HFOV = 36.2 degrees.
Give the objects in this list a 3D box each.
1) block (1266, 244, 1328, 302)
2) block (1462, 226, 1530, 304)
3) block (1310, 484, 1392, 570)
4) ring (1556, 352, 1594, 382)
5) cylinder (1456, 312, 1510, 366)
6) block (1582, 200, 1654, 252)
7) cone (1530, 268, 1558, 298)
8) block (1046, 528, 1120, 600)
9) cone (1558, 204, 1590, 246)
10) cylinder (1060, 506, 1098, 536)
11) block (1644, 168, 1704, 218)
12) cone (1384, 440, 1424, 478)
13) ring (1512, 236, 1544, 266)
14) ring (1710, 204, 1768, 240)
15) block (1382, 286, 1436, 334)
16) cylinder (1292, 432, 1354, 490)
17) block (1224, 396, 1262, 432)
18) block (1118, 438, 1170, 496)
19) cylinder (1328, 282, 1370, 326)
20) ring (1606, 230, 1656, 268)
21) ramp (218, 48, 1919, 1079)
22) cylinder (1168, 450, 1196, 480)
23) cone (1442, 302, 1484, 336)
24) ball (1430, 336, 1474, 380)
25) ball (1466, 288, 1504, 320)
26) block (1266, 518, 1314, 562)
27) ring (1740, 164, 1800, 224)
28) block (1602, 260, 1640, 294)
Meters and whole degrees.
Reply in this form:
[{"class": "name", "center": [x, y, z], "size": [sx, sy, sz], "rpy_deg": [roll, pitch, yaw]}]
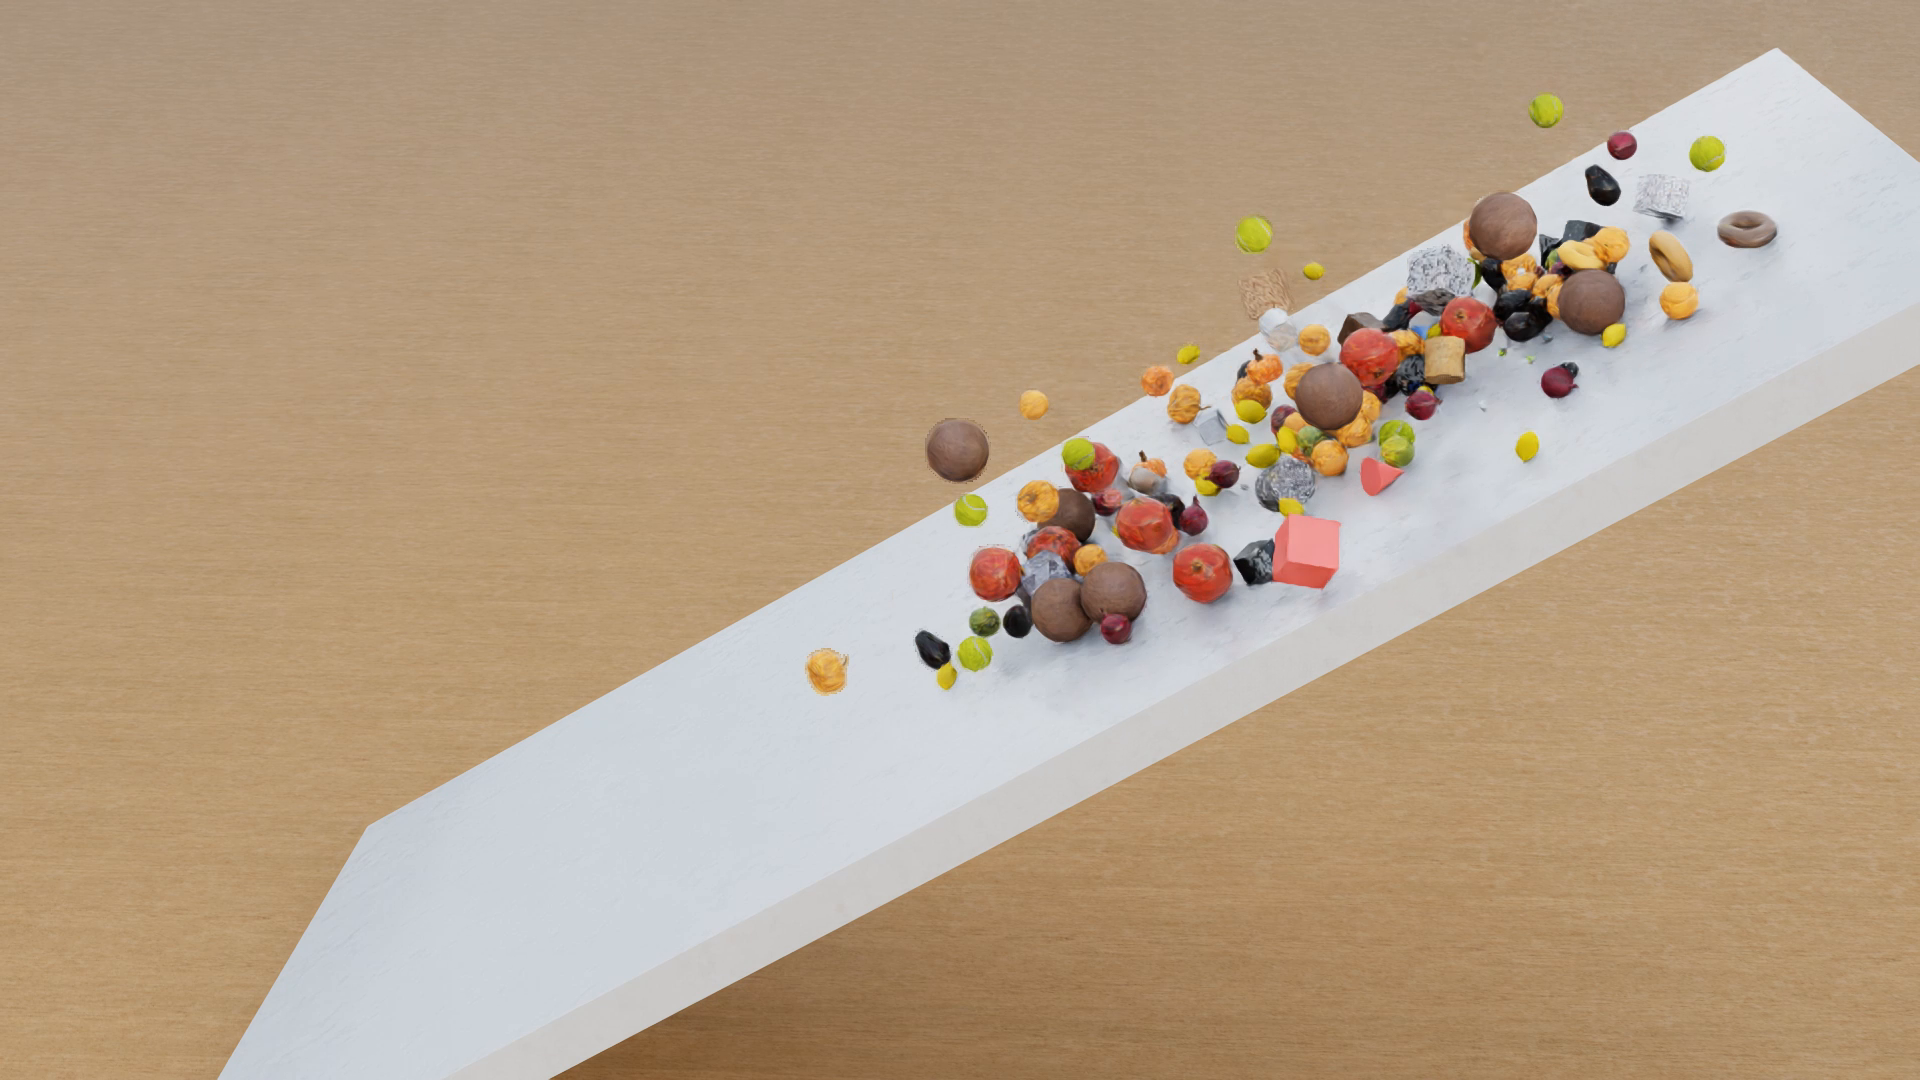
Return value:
[{"class": "block", "center": [0.788, -0.625, 6.878], "size": [0.099, 0.099, 0.099], "rpy_deg": [-2, 37, -16]}, {"class": "block", "center": [1.104, -0.566, 6.054], "size": [0.096, 0.096, 0.096], "rpy_deg": [-35, 19, 29]}, {"class": "block", "center": [0.703, -0.023, 5.279], "size": [0.094, 0.094, 0.094], "rpy_deg": [30, 55, -18]}, {"class": "ring", "center": [1.164, -0.326, 5.560], "size": [0.079, 0.026, 0.079], "rpy_deg": [-33, 12, 8]}, {"class": "cylinder", "center": [1.041, -0.399, 5.847], "size": [0.079, 0.079, 0.079], "rpy_deg": [-33, -8, -5]}, {"class": "block", "center": [1.338, -0.624, 5.985], "size": [0.090, 0.090, 0.090], "rpy_deg": [28, 11, -10]}, {"class": "cone", "center": [1.214, -0.522, 6.100], "size": [0.057, 0.057, 0.057], "rpy_deg": [2, 52, 5]}, {"class": "block", "center": [0.254, 0.048, 6.054], "size": [0.098, 0.098, 0.098], "rpy_deg": [-34, 15, -6]}, {"class": "cone", "center": [1.286, -0.666, 6.129], "size": [0.076, 0.076, 0.076], "rpy_deg": [5, -23, 2]}, {"class": "cylinder", "center": [0.258, -0.034, 6.384], "size": [0.062, 0.062, 0.062], "rpy_deg": [-32, 23, -1]}, {"class": "block", "center": [1.467, -0.715, 6.050], "size": [0.076, 0.076, 0.076], "rpy_deg": [21, 7, -11]}, {"class": "cone", "center": [0.862, -0.160, 5.619], "size": [0.075, 0.075, 0.075], "rpy_deg": [-10, 21, -36]}, {"class": "ring", "center": [1.204, -0.616, 6.270], "size": [0.094, 0.031, 0.094], "rpy_deg": [32, -6, 3]}, {"class": "ring", "center": [1.491, -0.609, 5.630], "size": [0.117, 0.039, 0.117], "rpy_deg": [23, 16, -7]}, {"class": "block", "center": [0.959, -0.490, 6.283], "size": [0.068, 0.068, 0.068], "rpy_deg": [5, 48, -37]}, {"class": "cylinder", "center": [0.708, -0.153, 5.751], "size": [0.092, 0.092, 0.092], "rpy_deg": [-6, -12, -18]}, {"class": "block", "center": [0.622, -0.276, 6.450], "size": [0.054, 0.054, 0.054], "rpy_deg": [-32, 15, 2]}, {"class": "block", "center": [0.404, -0.159, 6.456], "size": [0.083, 0.083, 0.083], "rpy_deg": [-30, 15, 10]}, {"class": "cylinder", "center": [0.809, -0.490, 6.119], "size": [0.067, 0.067, 0.067], "rpy_deg": [-26, -4, -2]}, {"class": "ring", "center": [1.321, -0.573, 5.790], "size": [0.100, 0.033, 0.100], "rpy_deg": [-3, 45, 3]}, {"class": "ramp", "center": [0.142, 0.168, 6.287], "size": [4.000, 0.100, 2.000], "rpy_deg": [-29, 15, 12]}, {"class": "cylinder", "center": [0.478, -0.161, 6.338], "size": [0.052, 0.052, 0.052], "rpy_deg": [-13, 0, 0]}, {"class": "cone", "center": [1.043, -0.447, 6.133], "size": [0.090, 0.090, 0.090], "rpy_deg": [0, -3, -1]}, {"class": "ball", "center": [0.990, -0.365, 5.917], "size": [0.090, 0.090, 0.090], "rpy_deg": [0, 19, 0]}, {"class": "ball", "center": [1.094, -0.491, 6.137], "size": [0.080, 0.080, 0.080], "rpy_deg": [0, 19, 0]}, {"class": "block", "center": [0.627, -0.001, 5.525], "size": [0.060, 0.060, 0.060], "rpy_deg": [-39, 16, -23]}, {"class": "ring", "center": [1.536, -0.656, 5.579], "size": [0.113, 0.113, 0.038], "rpy_deg": [5, 10, 14]}, {"class": "block", "center": [1.308, -0.527, 5.827], "size": [0.051, 0.051, 0.051], "rpy_deg": [27, -37, -37]}]
